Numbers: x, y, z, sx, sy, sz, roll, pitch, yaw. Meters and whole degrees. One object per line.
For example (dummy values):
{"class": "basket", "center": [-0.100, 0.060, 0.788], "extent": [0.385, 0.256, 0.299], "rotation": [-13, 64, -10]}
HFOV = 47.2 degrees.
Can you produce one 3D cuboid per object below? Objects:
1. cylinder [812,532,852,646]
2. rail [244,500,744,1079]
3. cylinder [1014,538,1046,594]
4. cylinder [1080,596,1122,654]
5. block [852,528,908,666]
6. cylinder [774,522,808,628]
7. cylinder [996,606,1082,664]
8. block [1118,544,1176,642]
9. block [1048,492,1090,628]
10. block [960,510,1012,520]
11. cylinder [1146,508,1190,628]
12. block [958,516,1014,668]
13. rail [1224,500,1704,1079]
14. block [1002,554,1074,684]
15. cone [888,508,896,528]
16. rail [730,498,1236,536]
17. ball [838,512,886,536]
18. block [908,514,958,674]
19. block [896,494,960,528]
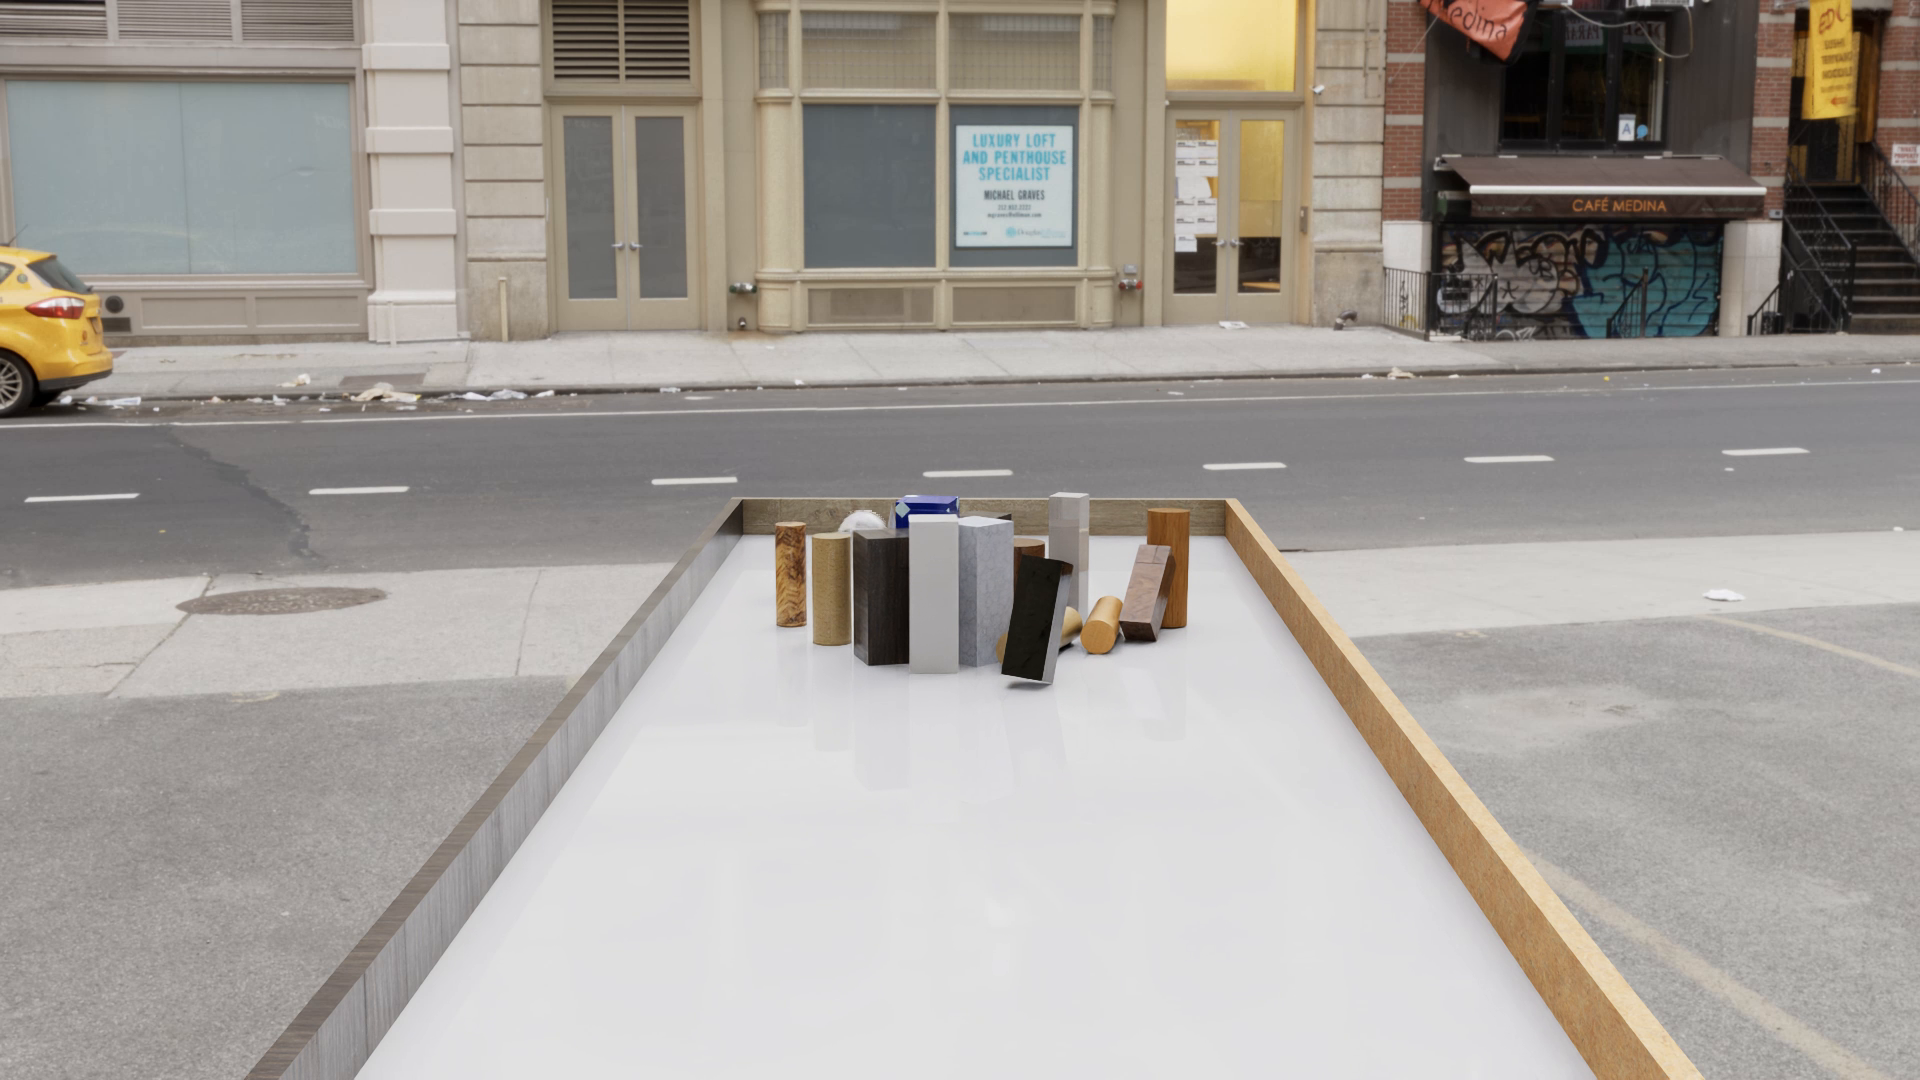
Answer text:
{"class": "cylinder", "center": [-0.404, 0.155, 6.941], "extent": [0.125, 0.341, 0.125], "rotation": [0, 9, 0]}
{"class": "rail", "center": [-1.004, 0.839, 3.234], "extent": [0.050, 0.150, 12.000], "rotation": [0, 9, 1]}
{"class": "cylinder", "center": [0.182, 0.164, 6.965], "extent": [0.173, 0.317, 0.173], "rotation": [0, 9, 0]}
{"class": "cylinder", "center": [0.456, 0.267, 6.980], "extent": [0.107, 0.107, 0.423], "rotation": [1, 9, 9]}
{"class": "block", "center": [-0.217, 0.171, 6.694], "extent": [0.178, 0.387, 0.178], "rotation": [-3, 9, -17]}
{"class": "cylinder", "center": [-0.555, 0.113, 7.225], "extent": [0.102, 0.335, 0.102], "rotation": [0, 9, 0]}
{"class": "cylinder", "center": [0.247, 0.299, 6.752], "extent": [0.117, 0.117, 0.446], "rotation": [4, 10, 22]}
{"class": "block", "center": [0.602, 0.168, 7.035], "extent": [0.104, 0.104, 0.301], "rotation": [4, 54, 21]}
{"class": "block", "center": [0.355, 0.069, 7.178], "extent": [0.104, 0.436, 0.104], "rotation": [3, 10, 21]}
{"class": "block", "center": [0.072, 0.102, 7.172], "extent": [0.144, 0.373, 0.144], "rotation": [4, 10, 26]}
{"class": "cylinder", "center": [0.681, 0.090, 7.222], "extent": [0.139, 0.377, 0.139], "rotation": [1, 7, 0]}
{"class": "block", "center": [0.048, 0.154, 6.679], "extent": [0.162, 0.425, 0.162], "rotation": [8, 12, 43]}
{"class": "rail", "center": [1.046, 0.843, 3.208], "extent": [0.050, 0.150, 12.000], "rotation": [0, 9, 1]}
{"class": "block", "center": [0.224, 0.229, 6.354], "extent": [0.124, 0.349, 0.124], "rotation": [9, -4, 18]}
{"class": "cone", "center": [-0.221, 0.083, 7.176], "extent": [0.156, 0.410, 0.156], "rotation": [0, 9, 0]}
{"class": "rail", "center": [0.099, -0.098, 9.147], "extent": [2.100, 0.150, 0.050], "rotation": [0, 9, 1]}
{"class": "ball", "center": [-0.375, -0.012, 8.462], "extent": [0.194, 0.194, 0.194], "rotation": [0, 9, 0]}
{"class": "block", "center": [-0.080, 0.160, 6.547], "extent": [0.144, 0.455, 0.144], "rotation": [0, 9, -2]}
{"class": "block", "center": [-0.101, 0.098, 6.923], "extent": [0.169, 0.459, 0.169], "rotation": [2, 9, 11]}
